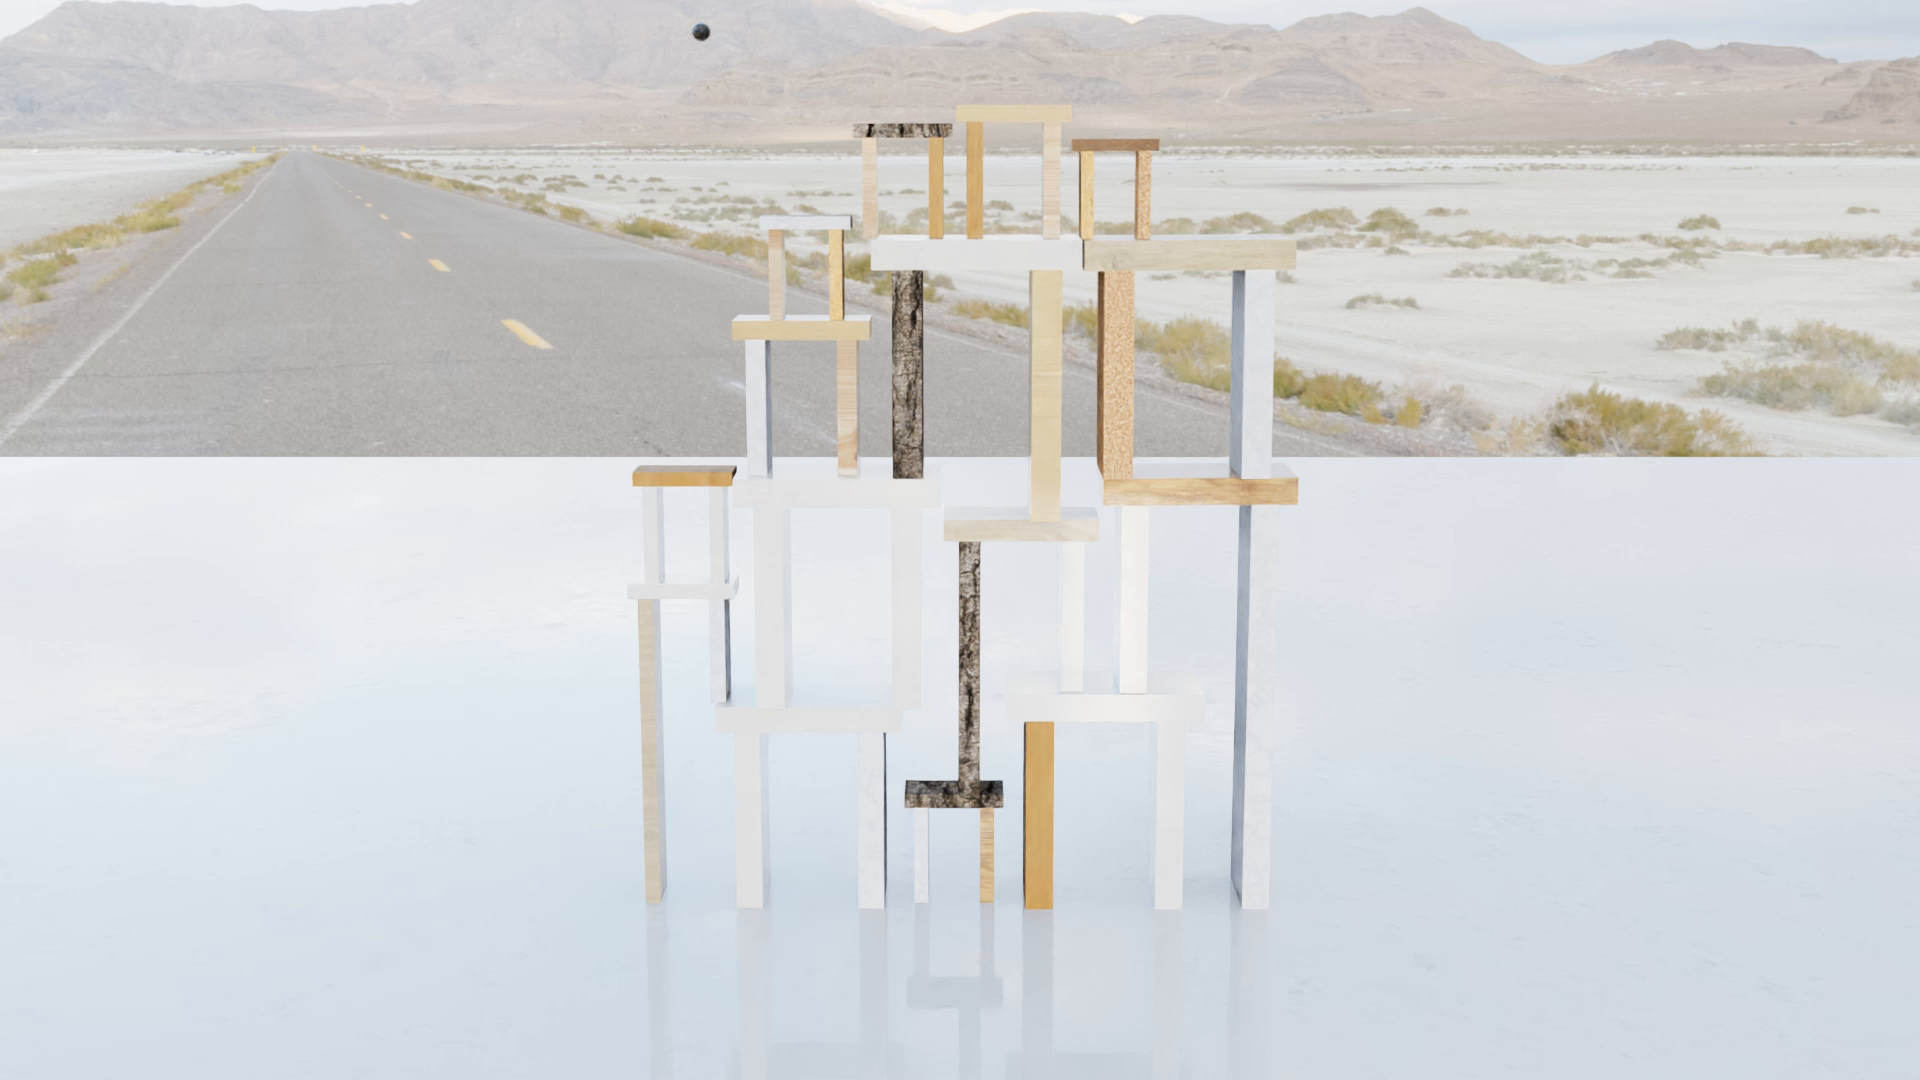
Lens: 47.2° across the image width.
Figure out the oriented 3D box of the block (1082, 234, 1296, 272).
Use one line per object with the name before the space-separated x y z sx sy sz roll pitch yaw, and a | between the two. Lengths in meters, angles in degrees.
block | 0.355 -0.454 3.472 0.327 0.046 0.163 0 11 0

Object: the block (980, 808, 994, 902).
block | 0.045 0.511 3.652 0.023 0.162 0.081 0 11 0

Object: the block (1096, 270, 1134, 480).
block | 0.247 -0.271 3.507 0.046 0.327 0.163 0 11 0

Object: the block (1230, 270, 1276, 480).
block | 0.465 -0.272 3.507 0.046 0.327 0.163 0 11 0

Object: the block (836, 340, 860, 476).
block | -0.178 -0.218 3.523 0.030 0.215 0.108 0 11 0

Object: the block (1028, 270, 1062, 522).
block | 0.135 -0.238 3.516 0.046 0.396 0.163 0 11 0

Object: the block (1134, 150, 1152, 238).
block | 0.287 -0.543 3.456 0.019 0.135 0.068 0 11 0

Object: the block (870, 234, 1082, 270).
block | 0.026 -0.455 3.476 0.327 0.046 0.163 0 11 0

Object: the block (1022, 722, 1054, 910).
block | 0.129 0.434 3.644 0.045 0.317 0.158 0 11 0

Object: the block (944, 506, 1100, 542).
block | 0.098 -0.026 3.555 0.248 0.035 0.124 0 11 0

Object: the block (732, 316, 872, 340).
block | -0.250 -0.338 3.501 0.215 0.030 0.108 0 11 0

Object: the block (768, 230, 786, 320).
block | -0.289 -0.421 3.477 0.020 0.141 0.071 0 11 0

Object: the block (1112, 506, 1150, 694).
block | 0.278 0.082 3.580 0.044 0.308 0.154 0 10 0

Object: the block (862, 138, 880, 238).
block | -0.141 -0.554 3.460 0.022 0.155 0.077 0 11 0

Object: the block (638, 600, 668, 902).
block | -0.506 0.339 3.620 0.024 0.512 0.086 0 11 0

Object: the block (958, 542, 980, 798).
block | 0.015 0.199 3.597 0.035 0.424 0.124 0 11 0

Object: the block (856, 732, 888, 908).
block | -0.145 0.443 3.646 0.042 0.298 0.149 0 11 0

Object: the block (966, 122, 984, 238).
block | 0.023 -0.566 3.456 0.025 0.179 0.090 0 11 0

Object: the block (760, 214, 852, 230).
block | -0.242 -0.501 3.463 0.141 0.020 0.071 0 11 0

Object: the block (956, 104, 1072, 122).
block | 0.083 -0.667 3.438 0.179 0.025 0.090 0 11 0

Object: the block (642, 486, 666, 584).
block | -0.495 -0.014 3.552 0.022 0.158 0.079 0 11 0

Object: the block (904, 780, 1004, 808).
block | -0.010 0.420 3.634 0.162 0.023 0.081 0 11 0

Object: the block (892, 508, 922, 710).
block | -0.085 0.096 3.573 0.046 0.327 0.163 0 11 0

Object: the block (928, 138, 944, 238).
block | -0.037 -0.554 3.460 0.022 0.155 0.077 0 11 0

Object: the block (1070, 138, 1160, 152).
block | 0.242 -0.619 3.443 0.135 0.019 0.068 0 11 1

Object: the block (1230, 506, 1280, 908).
block | 0.483 0.260 3.613 0.044 0.669 0.154 0 11 0

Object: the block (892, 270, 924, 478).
block | -0.083 -0.272 3.510 0.046 0.327 0.163 0 11 0

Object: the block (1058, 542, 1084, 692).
block | 0.180 0.113 3.581 0.035 0.248 0.124 0 11 0

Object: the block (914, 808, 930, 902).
block | -0.064 0.511 3.652 0.023 0.162 0.081 0 11 0

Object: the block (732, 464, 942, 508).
block | -0.194 -0.088 3.539 0.327 0.046 0.163 0 11 0

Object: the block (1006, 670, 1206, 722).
block | 0.235 0.256 3.611 0.317 0.045 0.158 0 11 0

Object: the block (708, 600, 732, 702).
block | -0.391 0.171 3.589 0.024 0.172 0.086 0 11 0

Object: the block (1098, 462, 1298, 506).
block | 0.380 -0.091 3.547 0.308 0.044 0.154 0 11 0

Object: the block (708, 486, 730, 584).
block | -0.389 -0.014 3.552 0.022 0.158 0.079 0 11 0

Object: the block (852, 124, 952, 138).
block | -0.089 -0.641 3.444 0.155 0.022 0.077 0 11 0

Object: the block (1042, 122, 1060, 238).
block | 0.143 -0.566 3.456 0.025 0.179 0.090 0 11 0

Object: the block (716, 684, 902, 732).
block | -0.244 0.276 3.615 0.298 0.042 0.149 0 11 0

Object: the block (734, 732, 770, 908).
block | -0.344 0.443 3.646 0.042 0.298 0.149 0 11 0

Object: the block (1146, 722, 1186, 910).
block | 0.341 0.434 3.644 0.045 0.317 0.158 0 11 0

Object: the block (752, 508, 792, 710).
block | -0.303 0.096 3.573 0.046 0.327 0.163 0 11 0

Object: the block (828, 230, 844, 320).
block | -0.195 -0.421 3.477 0.020 0.141 0.071 0 11 0

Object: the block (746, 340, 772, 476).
block | -0.322 -0.218 3.523 0.030 0.215 0.108 0 11 0

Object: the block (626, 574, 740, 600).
block | -0.449 0.075 3.571 0.172 0.024 0.086 0 11 0

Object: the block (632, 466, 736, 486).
block | -0.442 -0.103 3.536 0.158 0.022 0.079 0 11 0

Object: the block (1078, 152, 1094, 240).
block | 0.198 -0.543 3.455 0.019 0.135 0.067 -1 11 0
